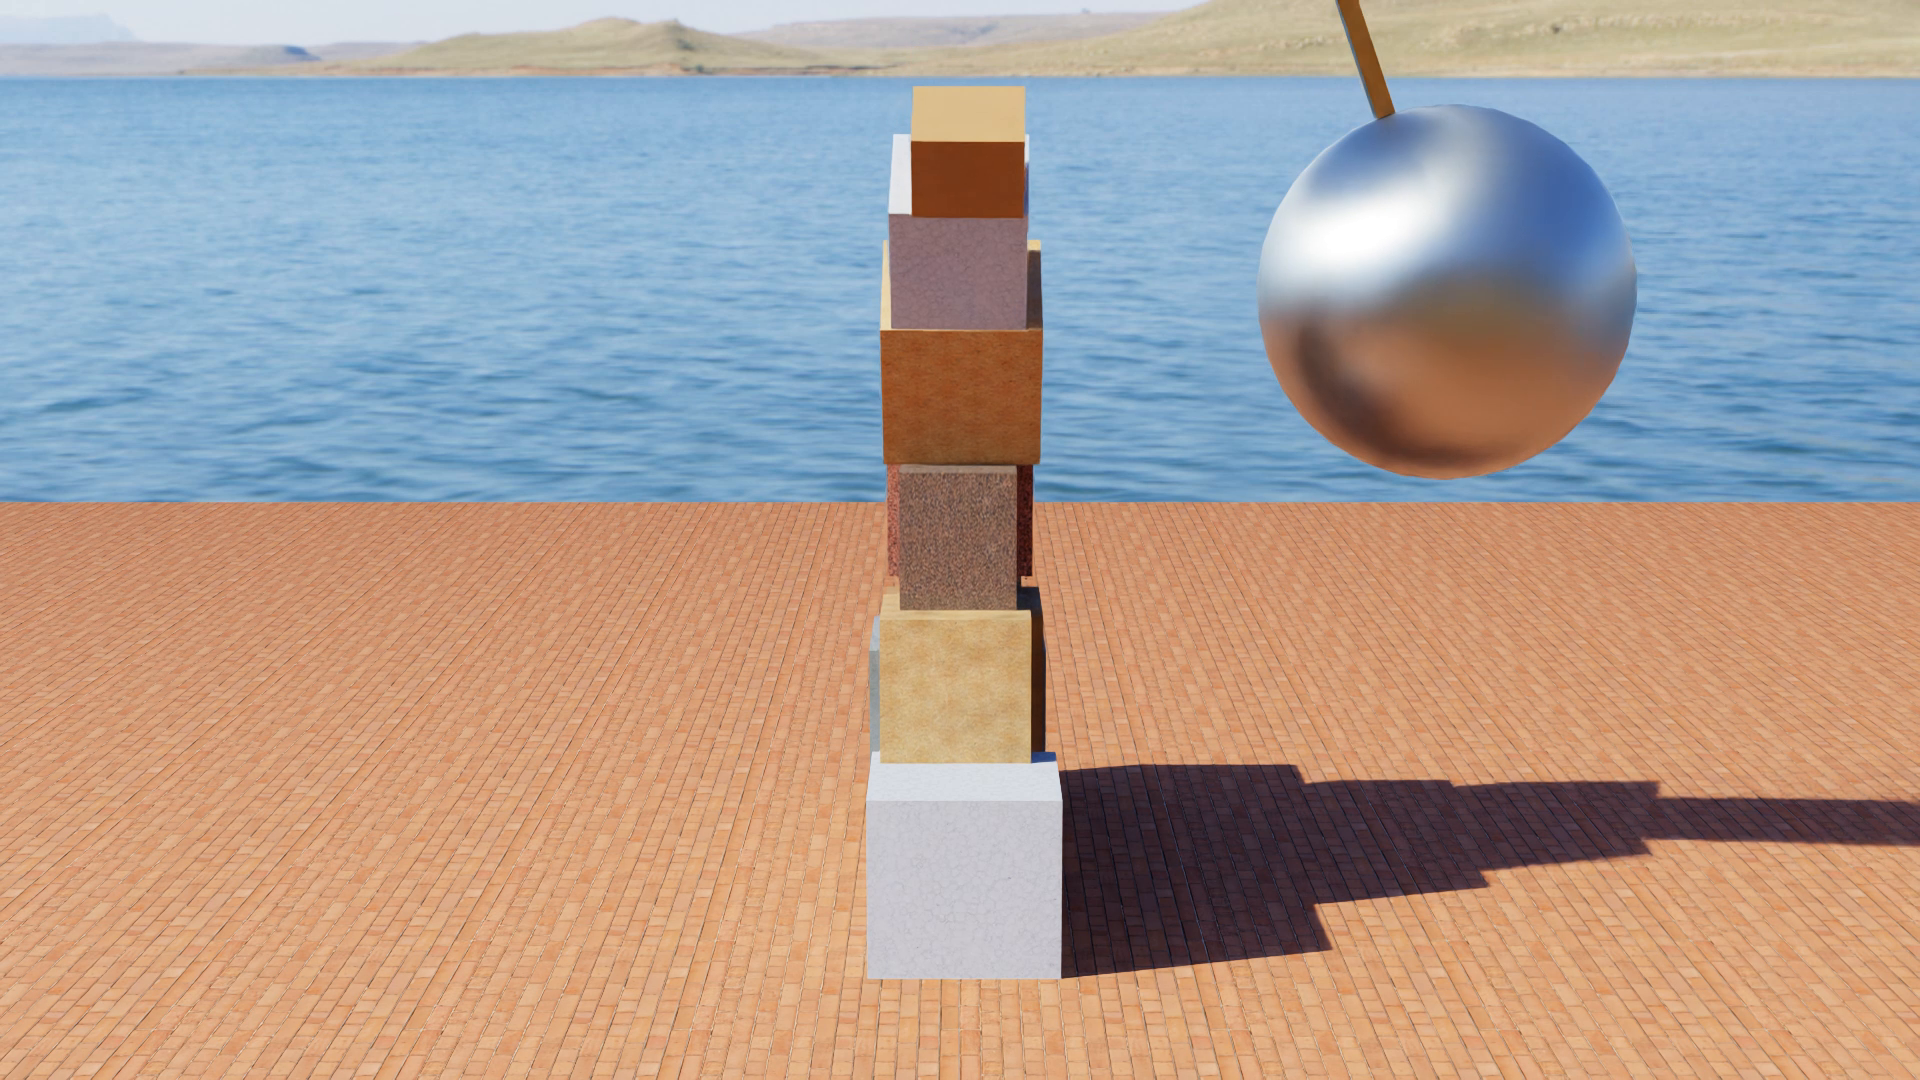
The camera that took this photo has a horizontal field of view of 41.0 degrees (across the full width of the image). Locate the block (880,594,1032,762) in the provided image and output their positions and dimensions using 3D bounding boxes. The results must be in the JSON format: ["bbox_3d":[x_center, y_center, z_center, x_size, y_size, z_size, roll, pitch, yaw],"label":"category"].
[{"bbox_3d":[-0.018,0.572,10.724,0.616,0.593,0.577,0,9,0],"label":"block"}]

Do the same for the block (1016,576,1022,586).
[{"bbox_3d":[0.009,0.243,11.864,0.538,0.547,0.447,0,11,0],"label":"block"}]

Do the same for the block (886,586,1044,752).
[{"bbox_3d":[0.014,0.567,11.350,0.686,0.607,0.647,0,10,0],"label":"block"}]

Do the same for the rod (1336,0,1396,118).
[{"bbox_3d":[0.899,-4.196,10.417,0.080,5.200,0.080,-20,10,4],"label":"rod"}]

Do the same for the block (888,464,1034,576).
[{"bbox_3d":[0.001,-0.246,11.384,0.627,0.632,0.658,0,19,0],"label":"block"}]

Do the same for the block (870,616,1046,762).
[{"bbox_3d":[-0.011,0.871,12.359,0.821,0.865,0.774,0,10,0],"label":"block"}]

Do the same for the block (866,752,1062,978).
[{"bbox_3d":[0.017,1.302,10.374,0.762,0.725,0.730,0,10,0],"label":"block"}]

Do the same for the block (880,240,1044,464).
[{"bbox_3d":[0.008,-0.787,10.754,0.655,0.715,0.613,0,43,0],"label":"block"}]

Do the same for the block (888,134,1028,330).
[{"bbox_3d":[-0.001,-1.237,10.297,0.541,0.566,0.548,1,43,1],"label":"block"}]

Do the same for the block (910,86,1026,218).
[{"bbox_3d":[0.033,-1.498,9.906,0.431,0.349,0.377,1,43,1],"label":"block"}]

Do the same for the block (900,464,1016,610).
[{"bbox_3d":[-0.007,-0.030,10.797,0.482,0.574,0.502,0,9,0],"label":"block"}]

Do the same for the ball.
[{"bbox_3d":[2.074,-1.057,10.988,1.600,1.600,1.600,0,10,0],"label":"ball"}]
